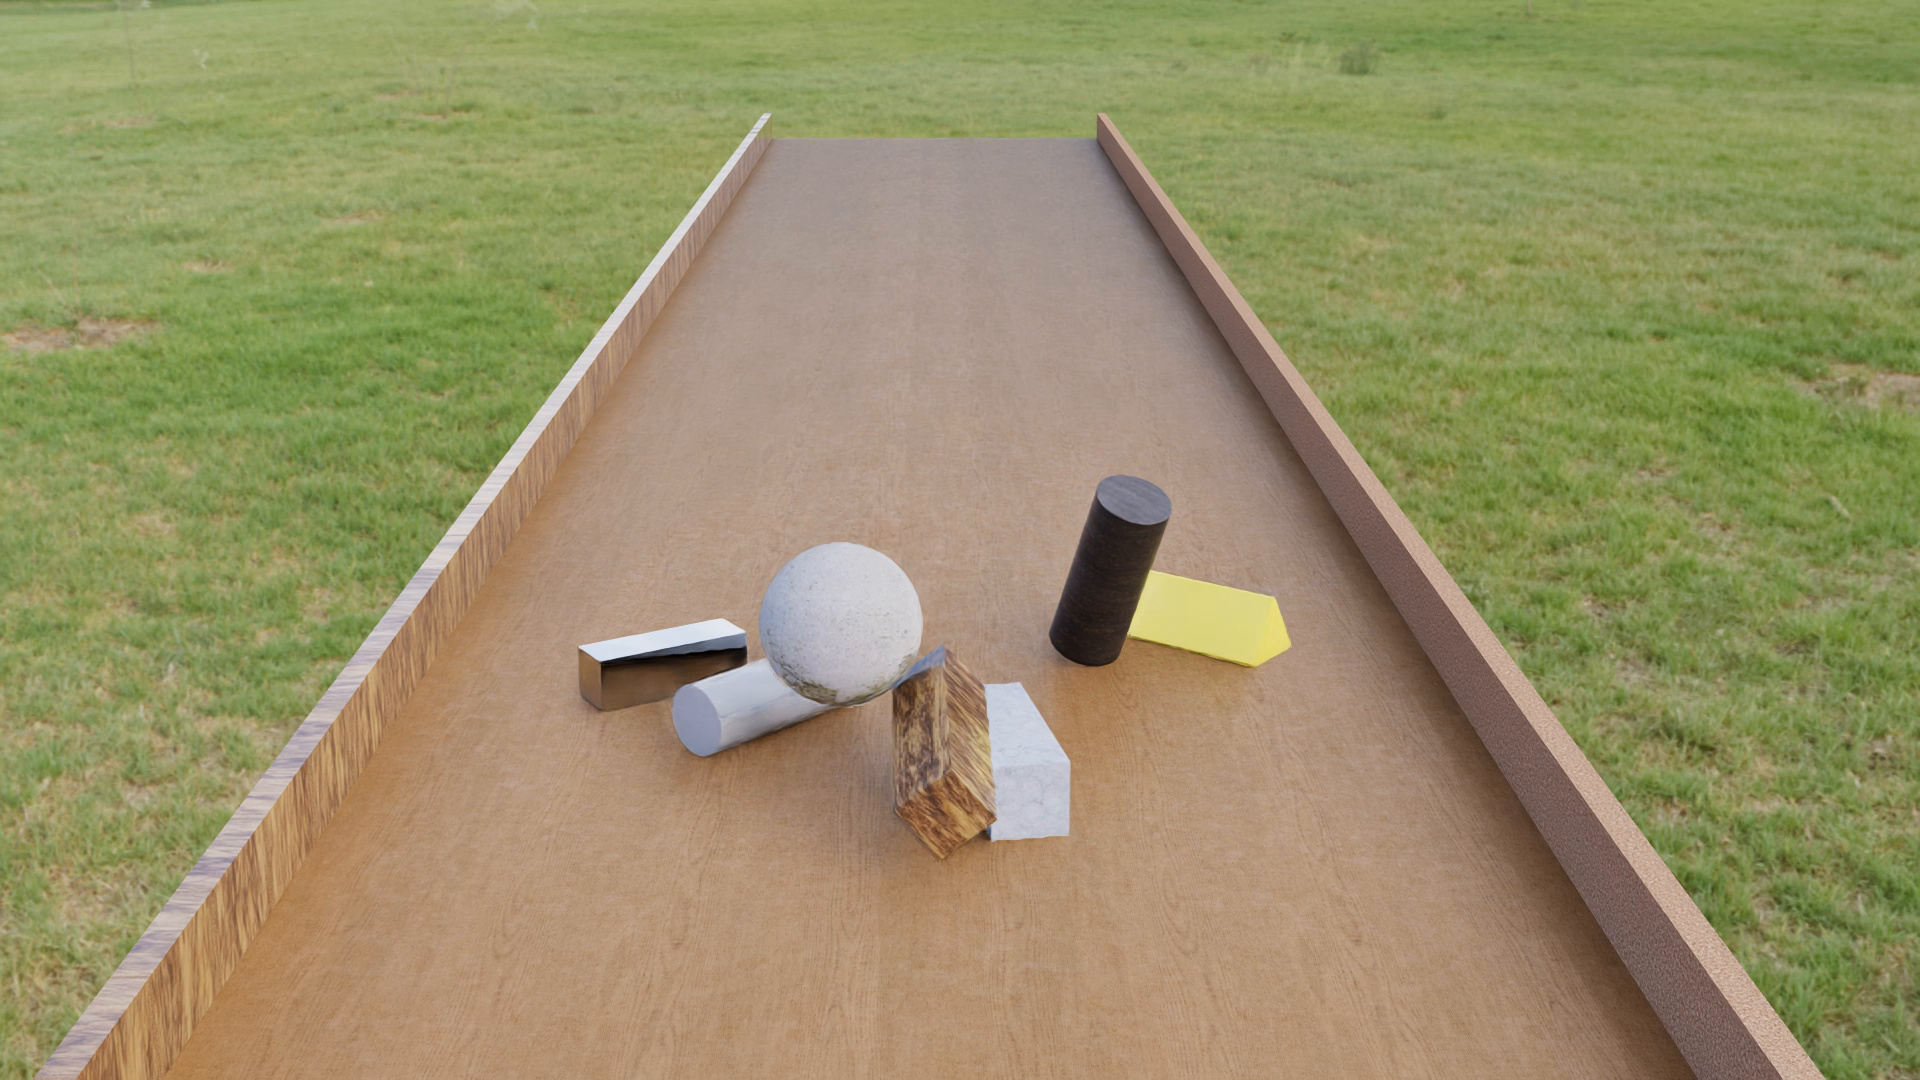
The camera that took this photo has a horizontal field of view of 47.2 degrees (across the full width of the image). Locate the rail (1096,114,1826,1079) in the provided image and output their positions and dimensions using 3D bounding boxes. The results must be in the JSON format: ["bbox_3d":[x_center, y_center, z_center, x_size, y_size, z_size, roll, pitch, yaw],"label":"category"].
[{"bbox_3d":[0.932,-0.844,7.801,0.050,0.150,12.000,0,17,-1],"label":"rail"}]

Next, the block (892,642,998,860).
[{"bbox_3d":[-0.029,0.336,3.582,0.114,0.114,0.434,-37,20,13],"label":"block"}]

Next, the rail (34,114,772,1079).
[{"bbox_3d":[-1.118,-0.838,7.780,0.050,0.150,12.000,0,17,-1],"label":"rail"}]

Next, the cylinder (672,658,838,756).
[{"bbox_3d":[-0.339,0.280,4.049,0.132,0.132,0.387,14,22,40],"label":"cylinder"}]

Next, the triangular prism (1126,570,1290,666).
[{"bbox_3d":[0.481,0.142,4.514,0.372,0.125,0.144,13,22,36],"label":"triangular prism"}]

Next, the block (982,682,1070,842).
[{"bbox_3d":[0.079,0.372,3.747,0.130,0.130,0.376,-3,17,-11],"label":"block"}]

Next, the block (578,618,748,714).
[{"bbox_3d":[-0.571,0.240,4.240,0.308,0.103,0.103,-11,20,-32],"label":"block"}]

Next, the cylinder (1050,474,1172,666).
[{"bbox_3d":[0.293,0.063,4.319,0.150,0.368,0.150,10,38,-8],"label":"cylinder"}]

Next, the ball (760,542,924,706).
[{"bbox_3d":[-0.199,0.141,3.694,0.275,0.275,0.275,0,17,0],"label":"ball"}]
